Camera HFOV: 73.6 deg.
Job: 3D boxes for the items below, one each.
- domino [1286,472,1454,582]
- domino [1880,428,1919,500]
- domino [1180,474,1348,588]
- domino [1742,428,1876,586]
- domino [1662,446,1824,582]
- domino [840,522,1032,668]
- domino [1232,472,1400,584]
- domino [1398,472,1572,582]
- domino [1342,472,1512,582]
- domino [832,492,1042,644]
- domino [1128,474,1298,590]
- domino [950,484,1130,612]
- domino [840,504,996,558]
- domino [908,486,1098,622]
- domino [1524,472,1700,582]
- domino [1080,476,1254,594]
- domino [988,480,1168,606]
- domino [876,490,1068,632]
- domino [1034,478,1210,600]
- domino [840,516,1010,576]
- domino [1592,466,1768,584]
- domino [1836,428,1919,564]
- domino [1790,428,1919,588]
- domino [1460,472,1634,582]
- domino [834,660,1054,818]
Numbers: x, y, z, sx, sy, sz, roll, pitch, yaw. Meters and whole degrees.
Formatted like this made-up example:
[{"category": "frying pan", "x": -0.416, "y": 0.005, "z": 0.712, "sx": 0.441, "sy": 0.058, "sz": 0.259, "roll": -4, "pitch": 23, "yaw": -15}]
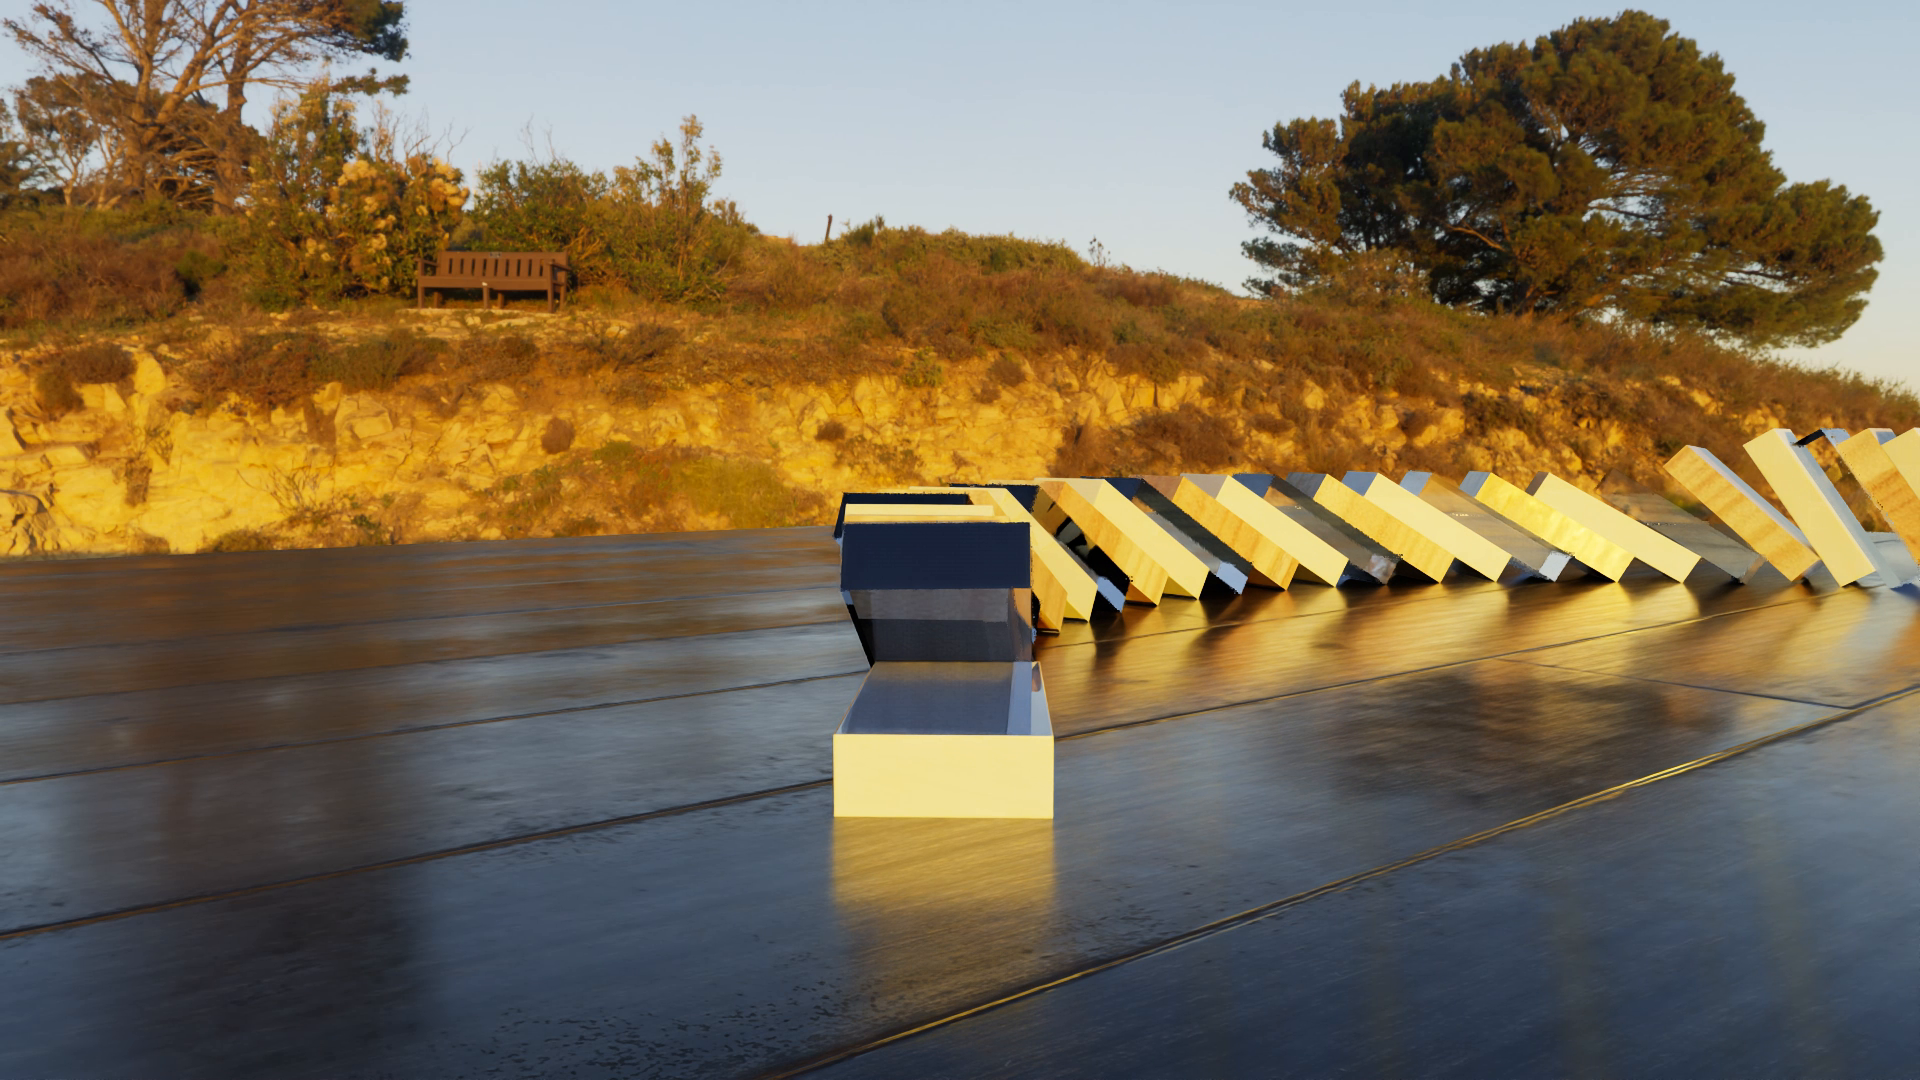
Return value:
[{"category": "domino", "x": 0.126, "y": -0.004, "z": 0.400, "sx": 0.050, "sy": 0.010, "sz": 0.025, "roll": 30, "pitch": -2, "yaw": -12}, {"category": "domino", "x": 0.293, "y": -0.009, "z": 0.375, "sx": 0.025, "sy": 0.050, "sz": 0.010, "roll": -4, "pitch": -27, "yaw": -41}, {"category": "domino", "x": 0.089, "y": -0.003, "z": 0.385, "sx": 0.050, "sy": 0.010, "sz": 0.025, "roll": 31, "pitch": -8, "yaw": -21}, {"category": "domino", "x": 0.264, "y": -0.011, "z": 0.396, "sx": 0.025, "sy": 0.050, "sz": 0.010, "roll": -5, "pitch": -26, "yaw": -47}, {"category": "domino", "x": 0.248, "y": -0.009, "z": 0.404, "sx": 0.025, "sy": 0.010, "sz": 0.050, "roll": 0, "pitch": 46, "yaw": -47}, {"category": "domino", "x": -0.002, "y": 0.012, "z": 0.193, "sx": 0.025, "sy": 0.010, "sz": 0.050, "roll": -1, "pitch": -24, "yaw": 3}, {"category": "domino", "x": 0.107, "y": -0.004, "z": 0.394, "sx": 0.050, "sy": 0.010, "sz": 0.025, "roll": 31, "pitch": -5, "yaw": -17}, {"category": "domino", "x": 0.165, "y": -0.005, "z": 0.409, "sx": 0.050, "sy": 0.010, "sz": 0.025, "roll": 31, "pitch": 5, "yaw": 0}, {"category": "domino", "x": 0.145, "y": -0.005, "z": 0.406, "sx": 0.050, "sy": 0.010, "sz": 0.025, "roll": 30, "pitch": 2, "yaw": -6}, {"category": "domino", "x": -0.003, "y": 0.007, "z": 0.257, "sx": 0.025, "sy": 0.009, "sz": 0.050, "roll": 1, "pitch": -26, "yaw": 22}, {"category": "domino", "x": 0.072, "y": -0.002, "z": 0.374, "sx": 0.050, "sy": 0.010, "sz": 0.025, "roll": 32, "pitch": -11, "yaw": -27}, {"category": "domino", "x": 0.019, "y": 0.002, "z": 0.314, "sx": 0.025, "sy": 0.010, "sz": 0.050, "roll": 3, "pitch": -25, "yaw": 36}, {"category": "domino", "x": -0.004, "y": 0.009, "z": 0.235, "sx": 0.025, "sy": 0.009, "sz": 0.050, "roll": 1, "pitch": -24, "yaw": 9}, {"category": "domino", "x": 0.010, "y": 0.004, "z": 0.296, "sx": 0.025, "sy": 0.009, "sz": 0.050, "roll": 3, "pitch": -25, "yaw": 33}, {"category": "domino", "x": 0.206, "y": -0.005, "z": 0.409, "sx": 0.050, "sy": 0.010, "sz": 0.025, "roll": 32, "pitch": 12, "yaw": 12}, {"category": "domino", "x": 0.057, "y": -0.001, "z": 0.361, "sx": 0.050, "sy": 0.010, "sz": 0.025, "roll": 33, "pitch": -15, "yaw": -32}, {"category": "domino", "x": 0.030, "y": 0.001, "z": 0.332, "sx": 0.025, "sy": 0.010, "sz": 0.050, "roll": 4, "pitch": -24, "yaw": 44}, {"category": "domino", "x": 0.003, "y": 0.005, "z": 0.276, "sx": 0.025, "sy": 0.010, "sz": 0.050, "roll": 2, "pitch": -25, "yaw": 26}, {"category": "domino", "x": 0.043, "y": 0.000, "z": 0.347, "sx": 0.025, "sy": 0.010, "sz": 0.050, "roll": 5, "pitch": -24, "yaw": 49}, {"category": "domino", "x": -0.003, "y": 0.011, "z": 0.214, "sx": 0.025, "sy": 0.009, "sz": 0.050, "roll": 0, "pitch": -23, "yaw": 6}, {"category": "domino", "x": 0.226, "y": -0.005, "z": 0.406, "sx": 0.050, "sy": 0.009, "sz": 0.025, "roll": 37, "pitch": 18, "yaw": 18}, {"category": "domino", "x": 0.286, "y": -0.010, "z": 0.384, "sx": 0.025, "sy": 0.050, "sz": 0.010, "roll": -4, "pitch": -27, "yaw": -41}, {"category": "domino", "x": 0.276, "y": -0.010, "z": 0.391, "sx": 0.025, "sy": 0.050, "sz": 0.009, "roll": -4, "pitch": -27, "yaw": -41}, {"category": "domino", "x": 0.185, "y": -0.005, "z": 0.409, "sx": 0.050, "sy": 0.010, "sz": 0.025, "roll": 31, "pitch": 7, "yaw": 4}, {"category": "domino", "x": -0.001, "y": 0.025, "z": 0.171, "sx": 0.025, "sy": 0.010, "sz": 0.050, "roll": 0, "pitch": 4, "yaw": 2}]
